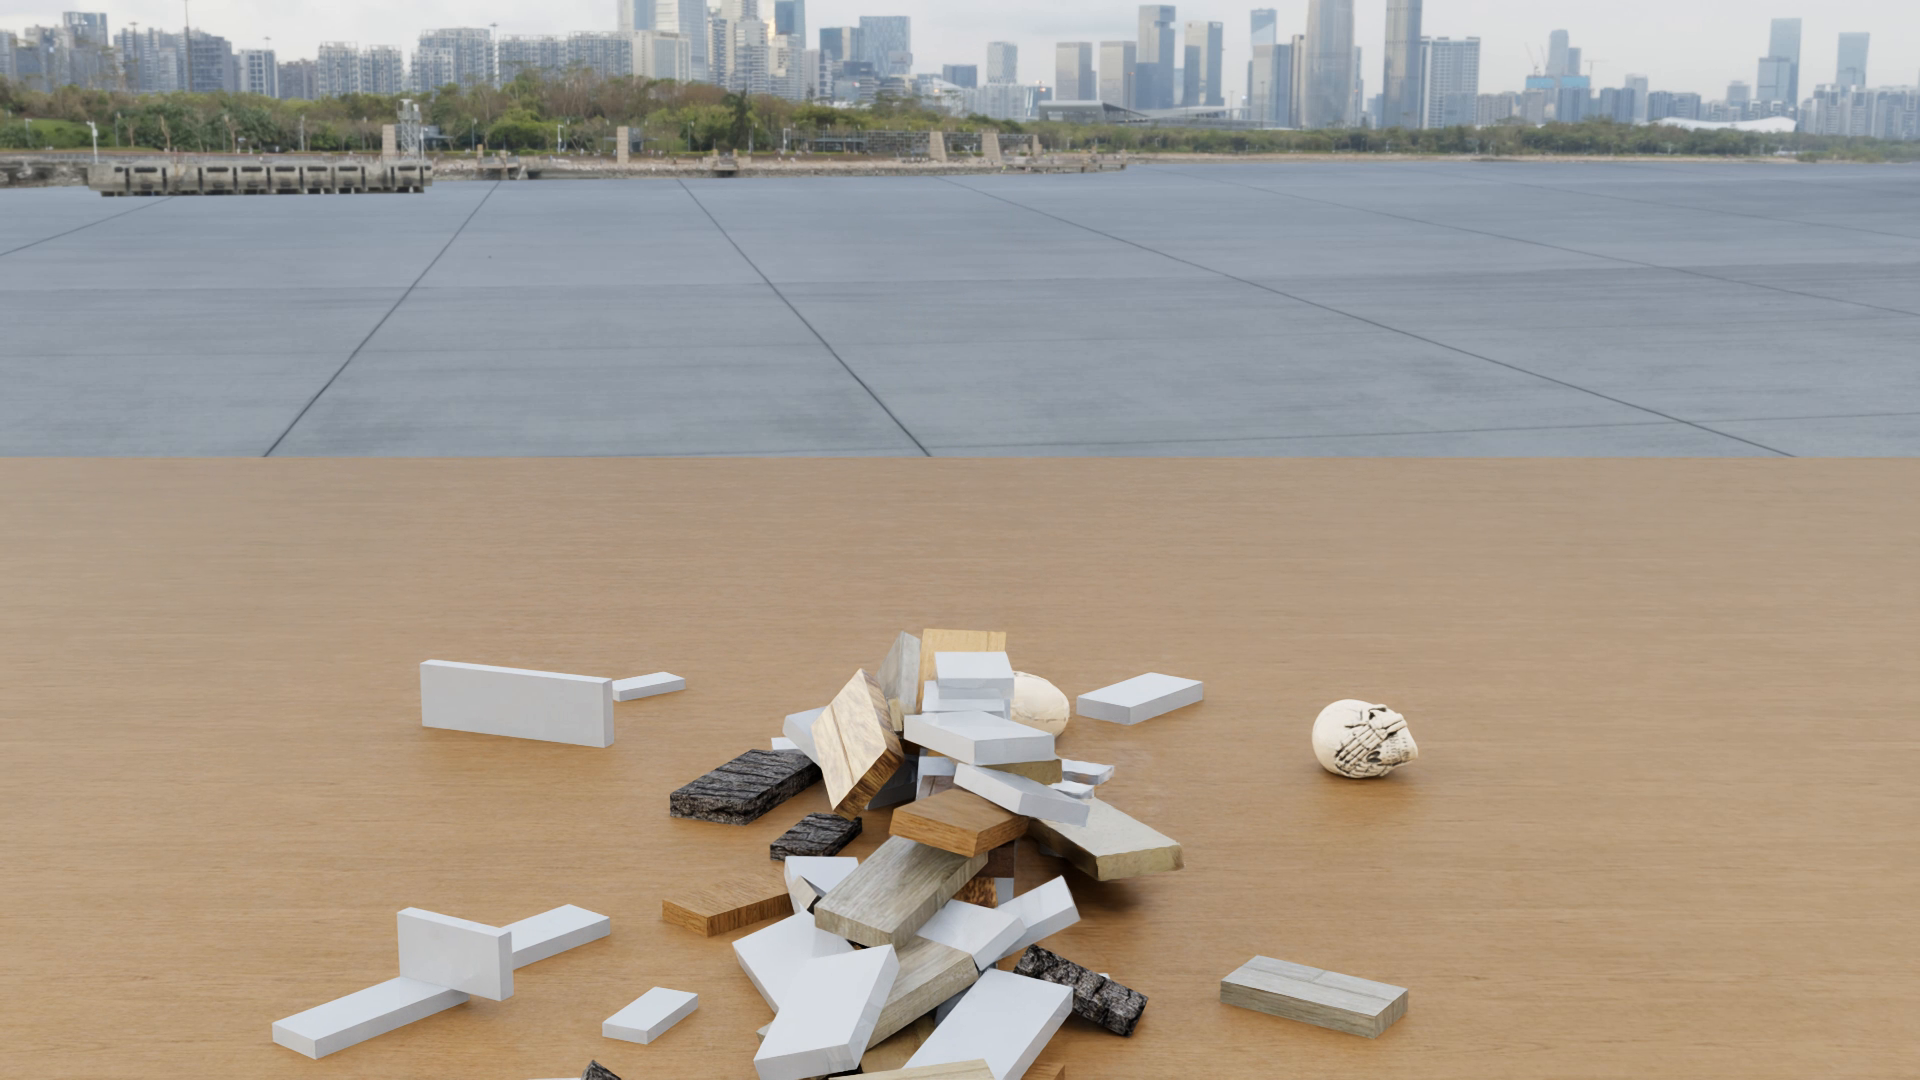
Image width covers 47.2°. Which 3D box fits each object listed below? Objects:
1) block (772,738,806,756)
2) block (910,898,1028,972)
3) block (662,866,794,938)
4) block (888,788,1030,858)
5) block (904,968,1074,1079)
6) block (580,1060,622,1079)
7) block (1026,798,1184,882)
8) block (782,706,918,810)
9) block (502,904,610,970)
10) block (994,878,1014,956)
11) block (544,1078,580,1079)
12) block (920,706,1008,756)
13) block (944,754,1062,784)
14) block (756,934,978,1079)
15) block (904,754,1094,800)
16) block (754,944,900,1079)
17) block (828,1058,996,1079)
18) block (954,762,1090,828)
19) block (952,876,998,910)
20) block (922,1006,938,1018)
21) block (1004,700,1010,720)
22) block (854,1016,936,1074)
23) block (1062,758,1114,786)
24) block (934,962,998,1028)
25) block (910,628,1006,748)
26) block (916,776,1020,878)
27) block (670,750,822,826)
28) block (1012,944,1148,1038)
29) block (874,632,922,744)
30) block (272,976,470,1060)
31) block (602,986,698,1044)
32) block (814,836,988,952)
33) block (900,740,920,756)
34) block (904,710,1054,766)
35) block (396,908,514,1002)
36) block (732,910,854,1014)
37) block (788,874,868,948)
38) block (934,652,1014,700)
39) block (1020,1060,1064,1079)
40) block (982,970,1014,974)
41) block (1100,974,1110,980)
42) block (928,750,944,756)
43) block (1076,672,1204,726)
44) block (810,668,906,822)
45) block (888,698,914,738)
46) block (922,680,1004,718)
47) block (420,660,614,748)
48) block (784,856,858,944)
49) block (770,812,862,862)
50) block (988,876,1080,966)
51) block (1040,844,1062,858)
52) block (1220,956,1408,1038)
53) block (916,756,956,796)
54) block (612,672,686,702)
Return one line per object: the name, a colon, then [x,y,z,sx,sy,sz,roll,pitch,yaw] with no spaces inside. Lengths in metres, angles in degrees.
block: [-0.296,0.425,4.492,0.175,0.025,0.087,-1,11,-8]
block: [0.005,0.563,3.144,0.093,0.026,0.186,-36,19,-28]
block: [-0.355,0.588,3.588,0.236,0.033,0.118,-10,14,-43]
block: [0.003,0.424,3.311,0.132,0.037,0.265,14,5,18]
block: [-0.002,0.693,2.834,0.126,0.036,0.501,9,20,22]
block: [-0.445,0.721,2.774,0.082,0.023,0.165,37,6,-9]
block: [0.234,0.508,3.763,0.142,0.040,0.505,-6,3,-12]
block: [-0.205,0.415,4.238,0.138,0.039,0.275,-11,36,-41]
block: [-0.654,0.619,3.437,0.098,0.028,0.196,9,14,39]
block: [0.001,0.544,3.537,0.171,0.048,0.341,0,26,2]
block: [-0.666,0.733,2.804,0.399,0.034,0.120,-1,11,-5]
block: [0.006,0.425,4.105,0.163,0.046,0.327,1,32,1]
block: [0.059,0.366,3.816,0.145,0.041,0.425,0,4,-10]
block: [-0.126,0.641,3.032,0.281,0.040,0.140,-26,17,-31]
block: [0.006,0.448,4.269,0.515,0.021,0.072,9,10,23]
block: [-0.175,0.635,2.957,0.132,0.037,0.265,-13,15,15]
block: [-0.056,0.691,2.743,0.203,0.023,0.082,-4,19,-15]
block: [0.094,0.398,3.451,0.118,0.033,0.249,14,0,-24]
block: [0.000,0.529,3.365,0.103,0.029,0.207,-1,12,-2]
block: [-0.003,0.620,3.235,0.103,0.029,0.207,0,31,2]
block: [0.017,0.379,4.267,0.163,0.046,0.327,1,32,-1]
block: [-0.077,0.706,2.954,0.120,0.034,0.240,-2,11,-11]
block: [0.222,0.456,4.337,0.145,0.021,0.072,5,12,26]
block: [0.009,0.654,3.128,0.072,0.020,0.144,3,31,7]
block: [-0.001,0.286,4.240,0.163,0.046,0.327,2,32,3]
block: [0.010,0.455,3.524,0.171,0.048,0.341,1,12,4]
block: [-0.404,0.470,4.197,0.154,0.044,0.326,4,11,22]
block: [0.171,0.642,3.141,0.186,0.026,0.093,23,16,11]
block: [-0.135,0.318,4.238,0.044,0.154,0.309,26,24,-11]
block: [-0.839,0.674,3.143,0.098,0.028,0.267,8,13,37]
block: [-0.441,0.678,3.139,0.072,0.020,0.144,4,11,23]
block: [-0.084,0.506,3.237,0.132,0.037,0.265,15,30,29]
block: [-0.030,0.390,4.440,0.142,0.040,0.284,7,7,9]
block: [0.029,0.332,3.709,0.145,0.041,0.291,-1,4,-24]
block: [-0.734,0.600,3.193,0.195,0.098,0.028,6,12,30]
block: [-0.230,0.629,3.237,0.140,0.040,0.281,-22,17,-15]
block: [-0.163,0.581,3.319,0.196,0.028,0.098,38,-4,-22]
block: [0.025,0.252,4.105,0.138,0.039,0.275,0,7,-2]
block: [0.083,0.723,2.896,0.072,0.020,0.144,4,11,19]
block: [0.101,0.644,3.142,0.141,0.020,0.071,7,23,-40]
block: [0.152,0.661,3.230,0.141,0.020,0.071,-1,11,-5]
block: [-0.010,0.412,3.976,0.104,0.030,0.209,4,24,8]
block: [0.399,0.349,4.855,0.142,0.040,0.284,8,13,38]
block: [-0.192,0.376,4.072,0.044,0.154,0.309,35,13,-24]
block: [-0.099,0.316,3.868,0.016,0.058,0.115,-13,-16,10]
block: [0.006,0.303,4.017,0.145,0.041,0.291,0,7,0]
block: [-0.934,0.342,4.625,0.449,0.138,0.039,4,11,22]
block: [-0.208,0.577,3.535,0.118,0.033,0.236,3,18,-13]
block: [-0.255,0.531,3.912,0.098,0.028,0.196,3,11,18]
block: [0.008,0.589,3.163,0.339,0.026,0.093,-26,20,2]
block: [0.194,0.538,3.905,0.058,0.016,0.115,6,12,29]
block: [0.514,0.661,3.192,0.240,0.034,0.120,7,13,33]
block: [0.008,0.492,3.744,0.171,0.048,0.341,0,31,2]
block: [-0.721,0.332,4.989,0.175,0.025,0.087,-9,14,-40]
